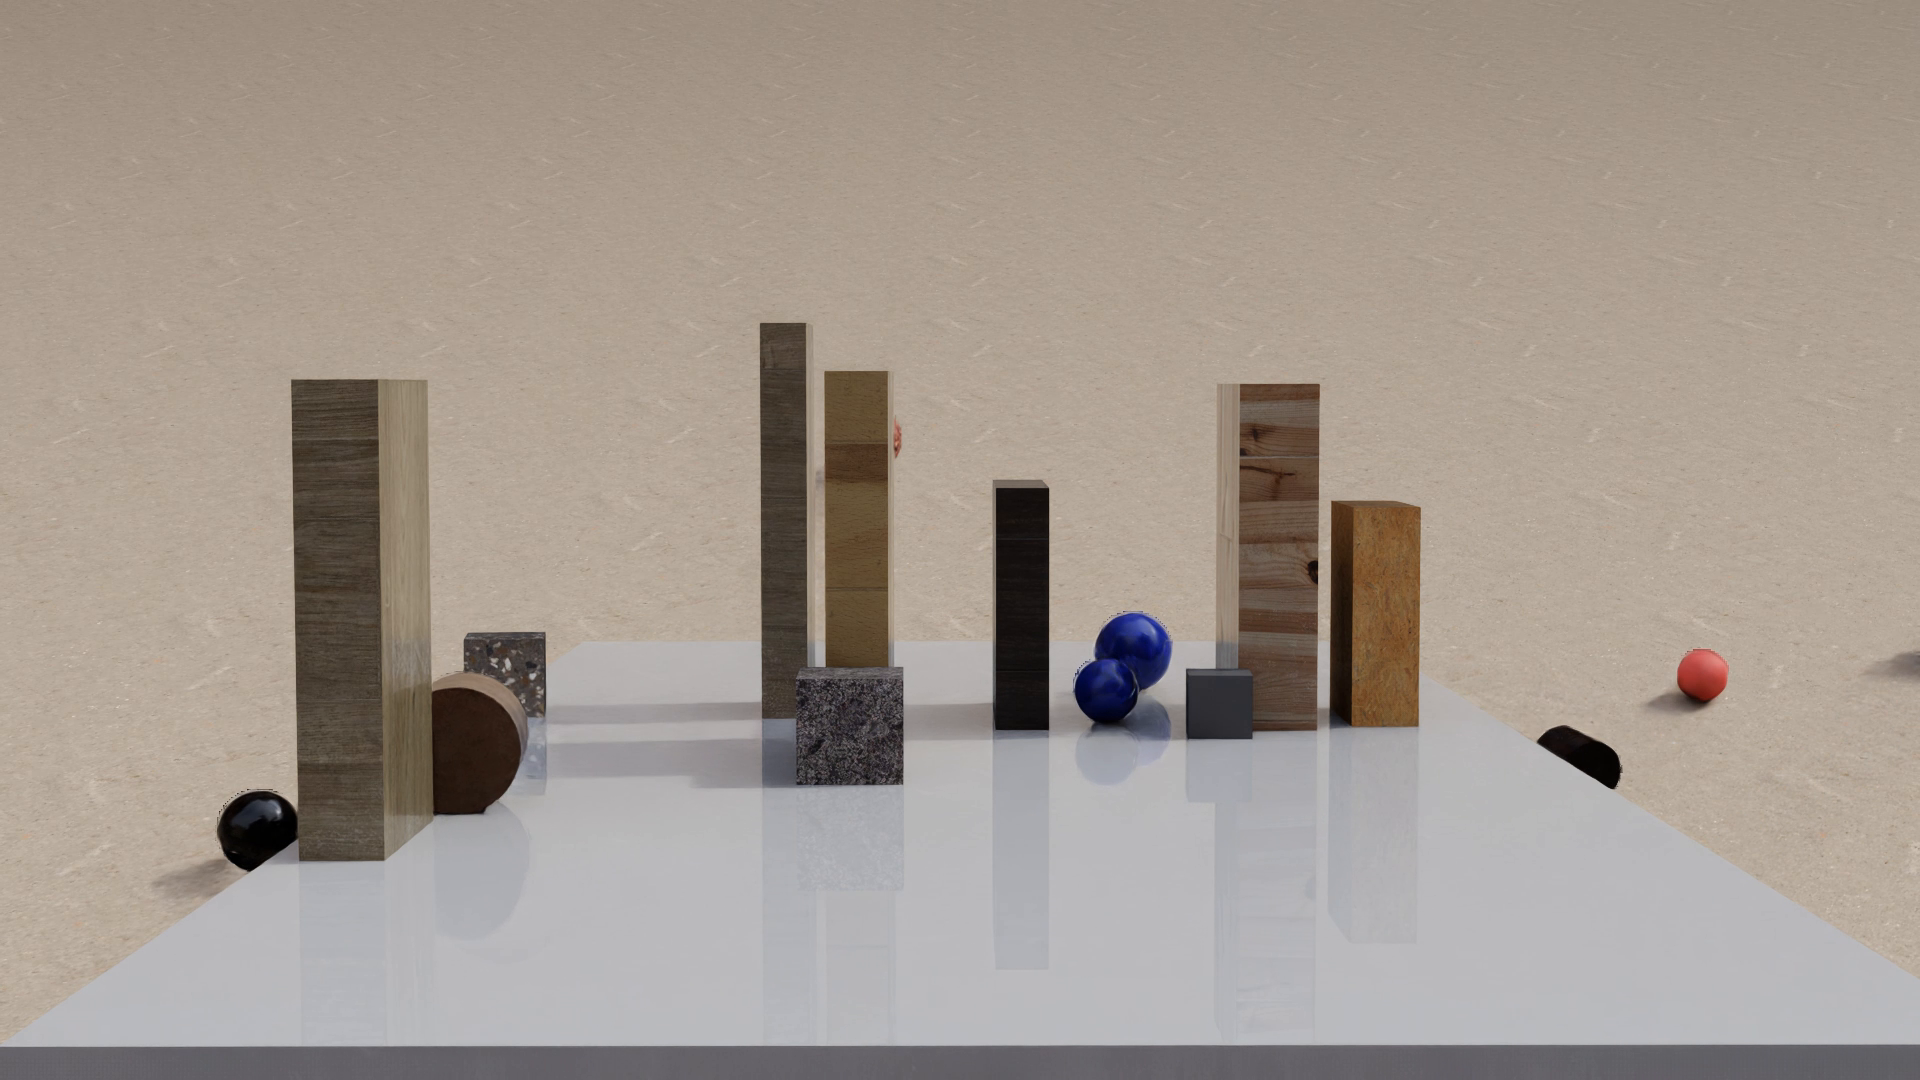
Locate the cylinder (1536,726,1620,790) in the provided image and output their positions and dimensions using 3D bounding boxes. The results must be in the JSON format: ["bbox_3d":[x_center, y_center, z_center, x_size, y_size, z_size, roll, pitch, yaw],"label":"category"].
[{"bbox_3d":[1.207,0.440,5.035,0.125,0.125,0.125,-5,12,-14],"label":"cylinder"}]

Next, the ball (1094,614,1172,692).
[{"bbox_3d":[0.368,0.239,5.457,0.166,0.166,0.166,0,20,0],"label":"ball"}]

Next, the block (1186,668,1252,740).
[{"bbox_3d":[0.482,0.304,4.778,0.117,0.117,0.117,0,3,3],"label":"block"}]

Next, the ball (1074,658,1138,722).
[{"bbox_3d":[0.283,0.290,4.950,0.125,0.125,0.125,0,20,0],"label":"ball"}]

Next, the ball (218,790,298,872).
[{"bbox_3d":[-1.512,0.629,5.546,0.174,0.174,0.174,0,20,0],"label":"ball"}]

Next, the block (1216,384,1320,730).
[{"bbox_3d":[0.598,0.021,5.027,0.149,0.652,0.419,0,3,0],"label":"block"}]

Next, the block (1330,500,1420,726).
[{"bbox_3d":[0.810,0.138,5.028,0.128,0.418,0.290,0,3,0],"label":"block"}]

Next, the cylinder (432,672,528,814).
[{"bbox_3d":[-0.774,0.314,3.989,0.195,0.195,0.195,-2,4,-6],"label":"cylinder"}]

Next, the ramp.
[{"bbox_3d":[0.047,0.428,4.533,2.000,0.100,4.000,0,3,0],"label":"ramp"}]

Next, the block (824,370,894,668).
[{"bbox_3d":[-0.175,0.040,4.544,0.107,0.674,0.412,0,3,0],"label":"block"}]

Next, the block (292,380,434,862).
[{"bbox_3d":[-0.847,0.101,3.662,0.117,0.659,0.330,0,3,0],"label":"block"}]

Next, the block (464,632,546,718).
[{"bbox_3d":[-0.902,0.267,5.098,0.154,0.154,0.154,0,3,-8],"label":"block"}]

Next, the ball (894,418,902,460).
[{"bbox_3d":[-0.278,-0.318,8.081,0.195,0.195,0.195,0,20,0],"label":"ball"}]

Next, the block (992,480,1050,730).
[{"bbox_3d":[0.117,0.118,5.042,0.101,0.457,0.421,0,3,0],"label":"block"}]

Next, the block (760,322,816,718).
[{"bbox_3d":[-0.343,-0.044,5.132,0.090,0.771,0.277,0,3,0],"label":"block"}]

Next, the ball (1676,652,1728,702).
[{"bbox_3d":[1.851,0.339,6.403,0.124,0.124,0.124,0,20,0],"label":"ball"}]

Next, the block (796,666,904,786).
[{"bbox_3d":[-0.181,0.307,4.265,0.174,0.174,0.174,0,3,-1],"label":"block"}]
